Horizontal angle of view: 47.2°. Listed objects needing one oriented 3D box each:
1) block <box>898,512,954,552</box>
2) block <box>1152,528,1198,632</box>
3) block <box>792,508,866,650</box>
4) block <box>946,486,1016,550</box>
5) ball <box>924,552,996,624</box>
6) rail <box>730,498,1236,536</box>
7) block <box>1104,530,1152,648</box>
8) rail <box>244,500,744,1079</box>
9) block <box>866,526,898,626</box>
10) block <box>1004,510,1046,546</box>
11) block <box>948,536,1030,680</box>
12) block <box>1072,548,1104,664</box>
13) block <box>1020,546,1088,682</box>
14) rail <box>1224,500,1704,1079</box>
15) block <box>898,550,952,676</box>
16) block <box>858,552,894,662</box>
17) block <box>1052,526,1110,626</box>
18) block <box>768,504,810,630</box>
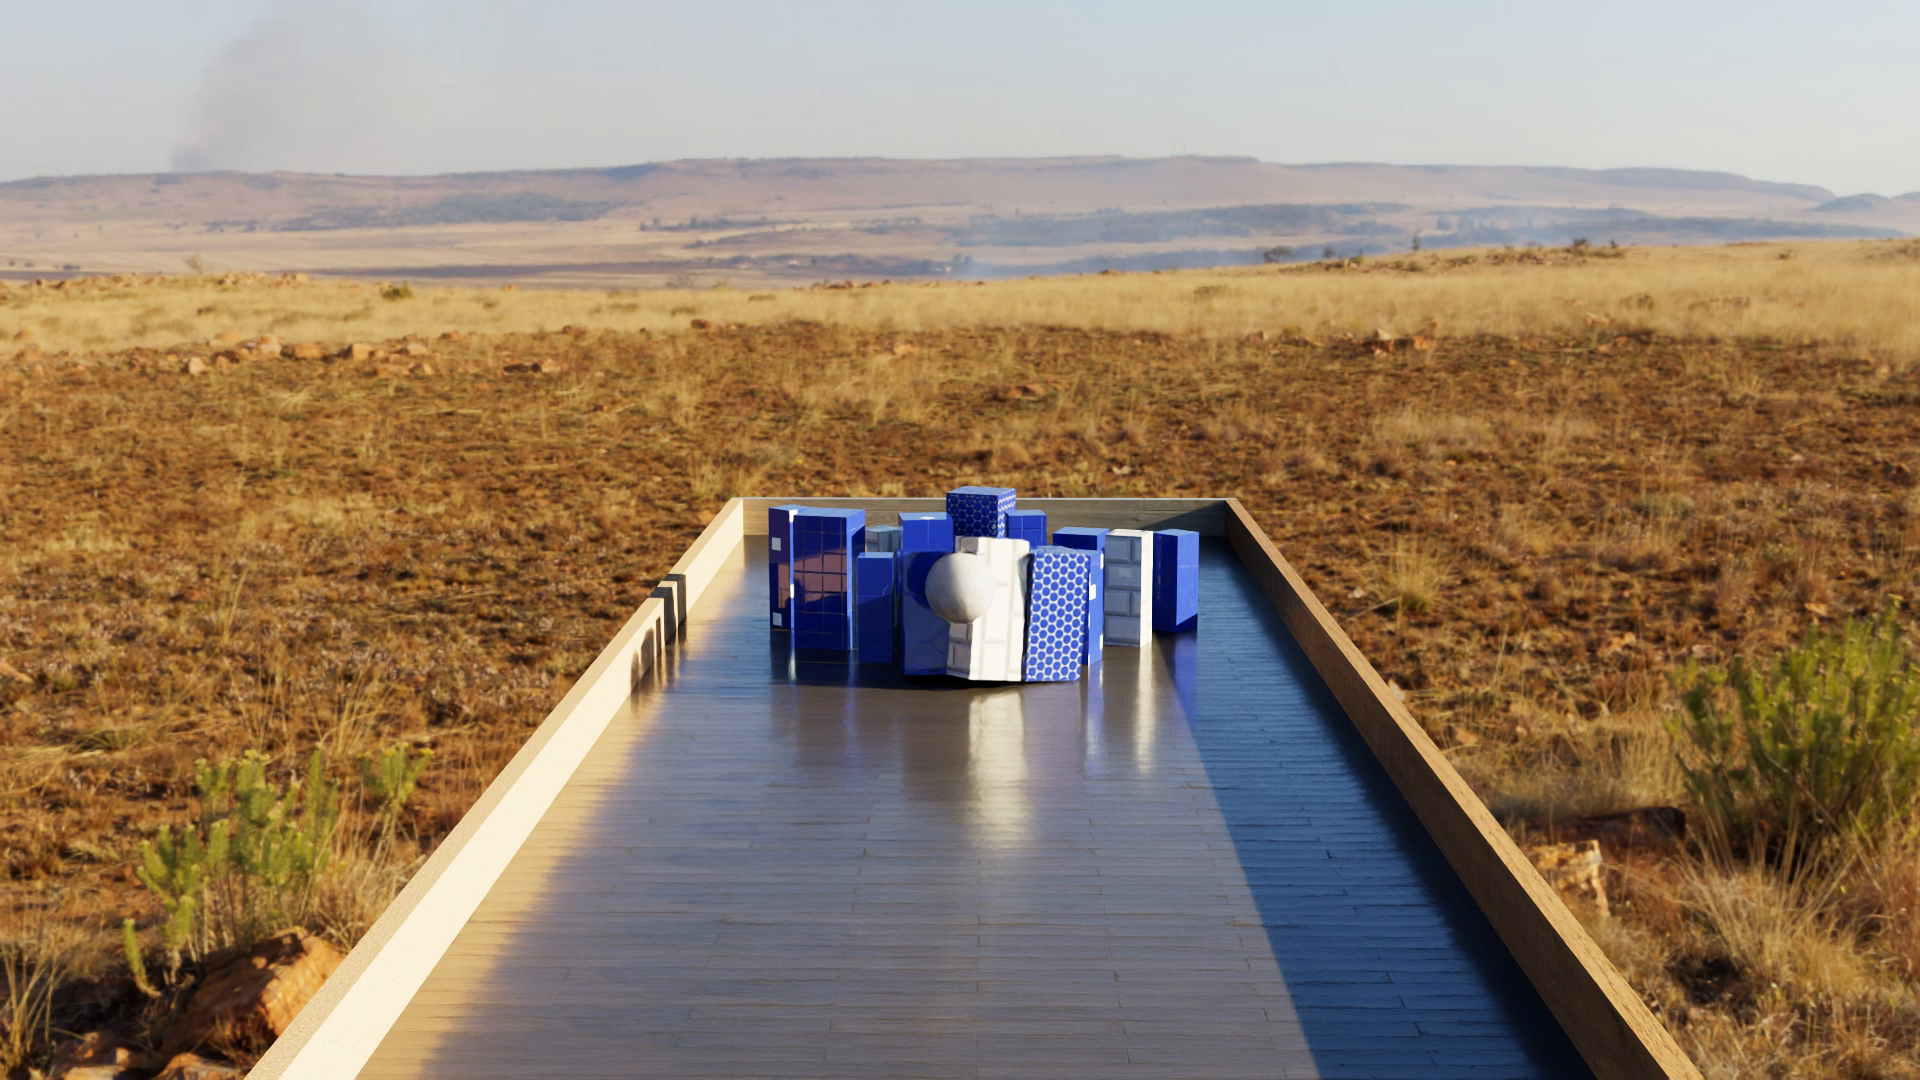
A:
[{"bbox_3d":[-0.109,0.127,6.909,0.156,0.407,0.156,-1,9,-7],"label":"block"},{"bbox_3d":[0.699,0.132,7.164,0.109,0.317,0.109,9,12,44],"label":"block"},{"bbox_3d":[-0.409,0.120,6.913,0.177,0.419,0.177,3,9,16],"label":"block"},{"bbox_3d":[0.069,0.064,7.157,0.176,0.454,0.176,3,10,20],"label":"block"},{"bbox_3d":[0.001,0.134,6.176,0.200,0.200,0.200,0,9,0],"label":"ball"},{"bbox_3d":[0.099,-0.098,9.147,2.100,0.150,0.050,0,9,1],"label":"rail"},{"bbox_3d":[0.531,0.151,6.939,0.120,0.351,0.120,3,10,21],"label":"block"},{"bbox_3d":[-1.004,0.839,3.234,0.050,0.150,12.000,0,9,1],"label":"rail"},{"bbox_3d":[-0.253,0.121,7.227,0.113,0.319,0.113,-7,12,-38],"label":"block"},{"bbox_3d":[0.204,0.119,6.934,0.117,0.414,0.117,-1,9,-7],"label":"block"},{"bbox_3d":[0.081,0.197,6.372,0.160,0.404,0.160,4,0,-24],"label":"block"},{"bbox_3d":[0.365,0.202,6.672,0.103,0.333,0.103,4,10,26],"label":"block"},{"bbox_3d":[0.245,0.213,6.444,0.176,0.371,0.176,0,8,-25],"label":"block"},{"bbox_3d":[1.046,0.843,3.208,0.050,0.150,12.000,0,9,1],"label":"rail"},{"bbox_3d":[-0.100,0.211,6.481,0.149,0.359,0.149,-1,2,-8],"label":"block"},{"bbox_3d":[-0.255,0.205,6.688,0.103,0.322,0.103,0,9,1],"label":"block"},{"bbox_3d":[0.397,0.125,7.219,0.149,0.313,0.149,3,10,19],"label":"block"},{"bbox_3d":[-0.551,0.088,7.206,0.105,0.392,0.105,9,12,43],"label":"block"}]
